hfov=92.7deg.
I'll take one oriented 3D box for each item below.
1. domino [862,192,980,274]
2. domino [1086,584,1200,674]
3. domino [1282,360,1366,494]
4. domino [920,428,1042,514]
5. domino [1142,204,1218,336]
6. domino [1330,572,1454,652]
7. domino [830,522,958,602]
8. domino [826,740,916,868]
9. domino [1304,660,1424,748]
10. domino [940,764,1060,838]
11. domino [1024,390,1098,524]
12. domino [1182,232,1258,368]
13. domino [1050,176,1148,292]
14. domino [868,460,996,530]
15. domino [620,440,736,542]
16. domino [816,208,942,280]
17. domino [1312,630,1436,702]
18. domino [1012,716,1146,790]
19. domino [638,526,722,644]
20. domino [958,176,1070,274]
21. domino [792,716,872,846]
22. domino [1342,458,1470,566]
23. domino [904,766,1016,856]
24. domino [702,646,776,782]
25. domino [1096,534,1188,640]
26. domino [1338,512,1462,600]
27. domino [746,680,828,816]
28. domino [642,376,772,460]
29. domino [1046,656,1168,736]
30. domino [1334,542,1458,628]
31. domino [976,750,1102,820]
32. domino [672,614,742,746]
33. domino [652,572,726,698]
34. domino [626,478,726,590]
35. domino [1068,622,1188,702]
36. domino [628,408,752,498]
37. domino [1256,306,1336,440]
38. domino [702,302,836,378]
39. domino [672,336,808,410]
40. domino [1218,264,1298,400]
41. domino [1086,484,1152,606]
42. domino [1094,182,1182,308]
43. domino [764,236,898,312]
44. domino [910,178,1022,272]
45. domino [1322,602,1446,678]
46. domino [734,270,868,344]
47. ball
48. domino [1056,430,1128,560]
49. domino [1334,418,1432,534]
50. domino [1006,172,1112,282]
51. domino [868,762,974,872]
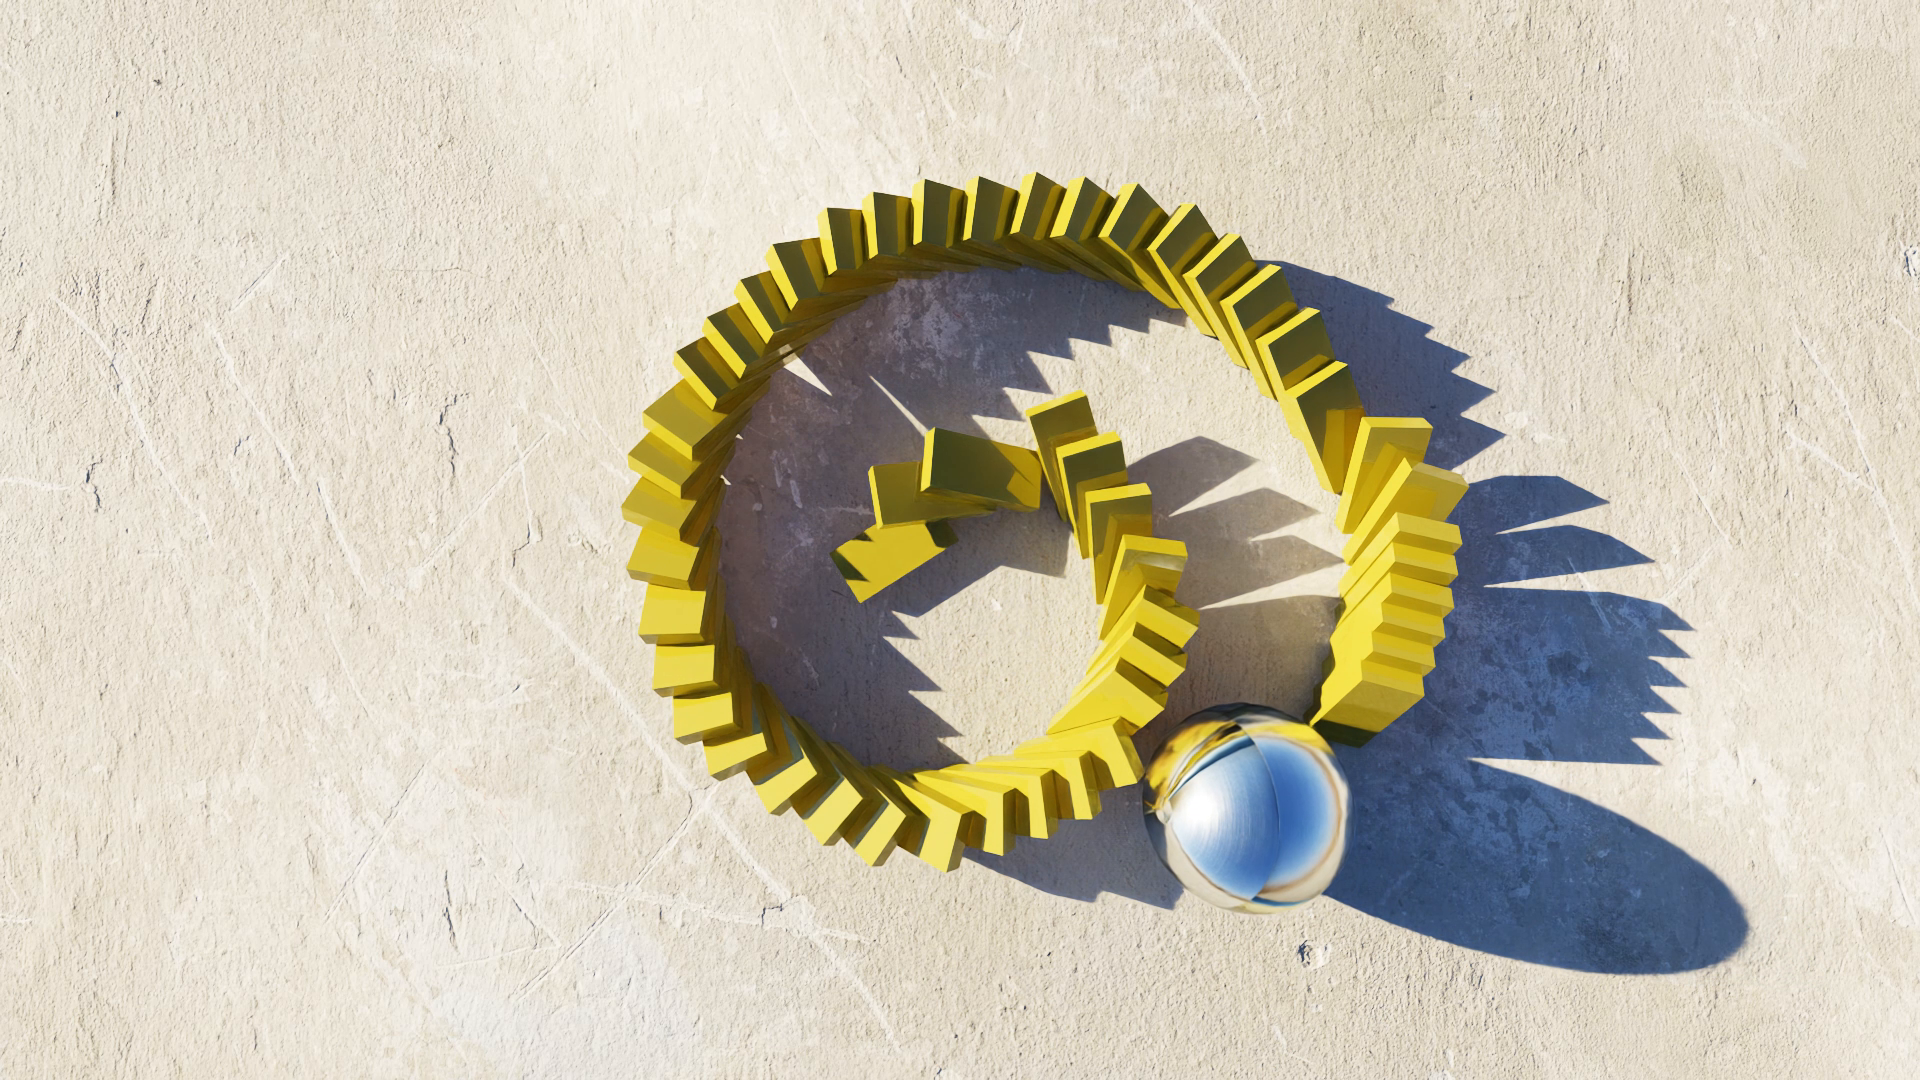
[{"bbox_3d":[-0.016,-0.128,0.382,0.050,0.010,0.025,-4,89,-33],"label":"domino"},{"bbox_3d":[0.075,0.044,0.381,0.025,0.010,0.050,28,128,0],"label":"domino"},{"bbox_3d":[0.157,-0.047,0.385,0.025,0.009,0.050,-33,115,0],"label":"domino"},{"bbox_3d":[0.010,-0.029,0.383,0.050,0.010,0.025,10,75,-22],"label":"domino"},{"bbox_3d":[0.100,-0.112,0.382,0.025,0.010,0.050,-49,122,-2],"label":"domino"},{"bbox_3d":[0.176,0.034,0.377,0.025,0.050,0.010,14,53,0],"label":"domino"},{"bbox_3d":[-0.028,0.003,0.395,0.050,0.010,0.025,-32,90,0],"label":"domino"},{"bbox_3d":[-0.044,0.109,0.383,0.050,0.010,0.025,35,91,31],"label":"domino"},{"bbox_3d":[0.165,0.068,0.377,0.025,0.050,0.010,15,53,0],"label":"domino"},{"bbox_3d":[0.016,0.108,0.381,0.050,0.009,0.025,-7,91,36],"label":"domino"},{"bbox_3d":[0.047,-0.035,0.386,0.025,0.009,0.050,-21,114,0],"label":"domino"},{"bbox_3d":[0.116,-0.099,0.383,0.025,0.009,0.050,-43,122,0],"label":"domino"},{"bbox_3d":[0.062,-0.126,0.382,0.050,0.010,0.025,21,88,-34],"label":"domino"},{"bbox_3d":[-0.011,-0.021,0.386,0.050,0.009,0.025,-8,82,-18],"label":"domino"},{"bbox_3d":[-0.116,-0.025,0.382,0.025,0.009,0.050,22,56,1],"label":"domino"},{"bbox_3d":[-0.033,-0.123,0.382,0.050,0.010,0.025,-10,90,-33],"label":"domino"},{"bbox_3d":[0.169,0.057,0.377,0.025,0.050,0.010,14,53,0],"label":"domino"},{"bbox_3d":[0.049,0.092,0.382,0.050,0.009,0.025,-24,90,34],"label":"domino"},{"bbox_3d":[-0.116,0.018,0.383,0.025,0.010,0.050,-2,59,3],"label":"domino"},{"bbox_3d":[0.025,-0.131,0.383,0.050,0.010,0.025,8,90,-31],"label":"domino"},{"bbox_3d":[-0.061,0.100,0.383,0.050,0.010,0.025,41,92,30],"label":"domino"},{"bbox_3d":[0.184,-0.008,0.381,0.025,0.010,0.050,15,126,-5],"label":"domino"},{"bbox_3d":[-0.001,0.112,0.381,0.050,0.010,0.025,2,94,35],"label":"domino"},{"bbox_3d":[-0.096,0.072,0.383,0.025,0.010,0.050,-24,58,0],"label":"domino"},{"bbox_3d":[0.075,0.022,0.381,0.025,0.010,0.050,7,127,-2],"label":"domino"},{"bbox_3d":[0.180,0.010,0.377,0.025,0.050,0.010,12,53,0],"label":"domino"},{"bbox_3d":[-0.079,0.087,0.384,0.025,0.009,0.050,-40,60,0],"label":"domino"},{"bbox_3d":[-0.105,-0.058,0.381,0.025,0.010,0.050,35,57,5],"label":"domino"},{"bbox_3d":[0.060,0.072,0.381,0.025,0.010,0.050,37,128,-1],"label":"domino"},{"bbox_3d":[0.178,0.022,0.377,0.025,0.050,0.010,12,53,0],"label":"domino"},{"bbox_3d":[0.032,0.103,0.382,0.050,0.009,0.025,-13,90,34],"label":"domino"},{"bbox_3d":[-0.106,0.057,0.382,0.025,0.009,0.050,-16,58,4],"label":"domino"},{"bbox_3d":[-0.112,0.039,0.382,0.025,0.009,0.050,-9,58,4],"label":"domino"},{"bbox_3d":[-0.118,-0.005,0.383,0.025,0.010,0.050,11,60,0],"label":"domino"},{"bbox_3d":[0.069,0.058,0.381,0.025,0.009,0.050,33,128,-1],"label":"domino"},{"bbox_3d":[-0.112,-0.043,0.382,0.025,0.009,0.050,31,57,2],"label":"domino"},{"bbox_3d":[0.145,-0.069,0.384,0.025,0.010,0.050,-33,119,0],"label":"domino"},{"bbox_3d":[-0.079,-0.090,0.381,0.025,0.009,0.050,51,54,1],"label":"domino"},{"bbox_3d":[-0.091,-0.078,0.383,0.025,0.009,0.050,49,57,0],"label":"domino"},{"bbox_3d":[0.130,-0.086,0.383,0.025,0.009,0.050,-38,122,0],"label":"domino"},{"bbox_3d":[0.067,0.002,0.383,0.025,0.010,0.050,-8,120,0],"label":"domino"},{"bbox_3d":[0.080,-0.122,0.382,0.050,0.010,0.025,31,86,-33],"label":"domino"},{"bbox_3d":[-0.053,-0.113,0.381,0.050,0.009,0.025,-23,86,-35],"label":"domino"},{"bbox_3d":[0.004,-0.131,0.382,0.050,0.010,0.025,3,90,-33],"label":"domino"},{"bbox_3d":[0.173,0.046,0.377,0.025,0.050,0.010,14,53,0],"label":"domino"},{"bbox_3d":[-0.066,-0.102,0.382,0.050,0.009,0.025,-32,89,-35],"label":"domino"},{"bbox_3d":[0.112,0.104,0.360,0.080,0.080,0.080,0,90,0],"label":"ball"},{"bbox_3d":[0.058,-0.018,0.383,0.025,0.009,0.050,-17,121,-2],"label":"domino"},{"bbox_3d":[0.176,-0.026,0.383,0.025,0.010,0.050,1,122,0],"label":"domino"},{"bbox_3d":[0.045,-0.130,0.383,0.050,0.009,0.025,17,90,-31],"label":"domino"},{"bbox_3d":[-0.020,0.115,0.381,0.050,0.010,0.025,17,96,33],"label":"domino"}]
